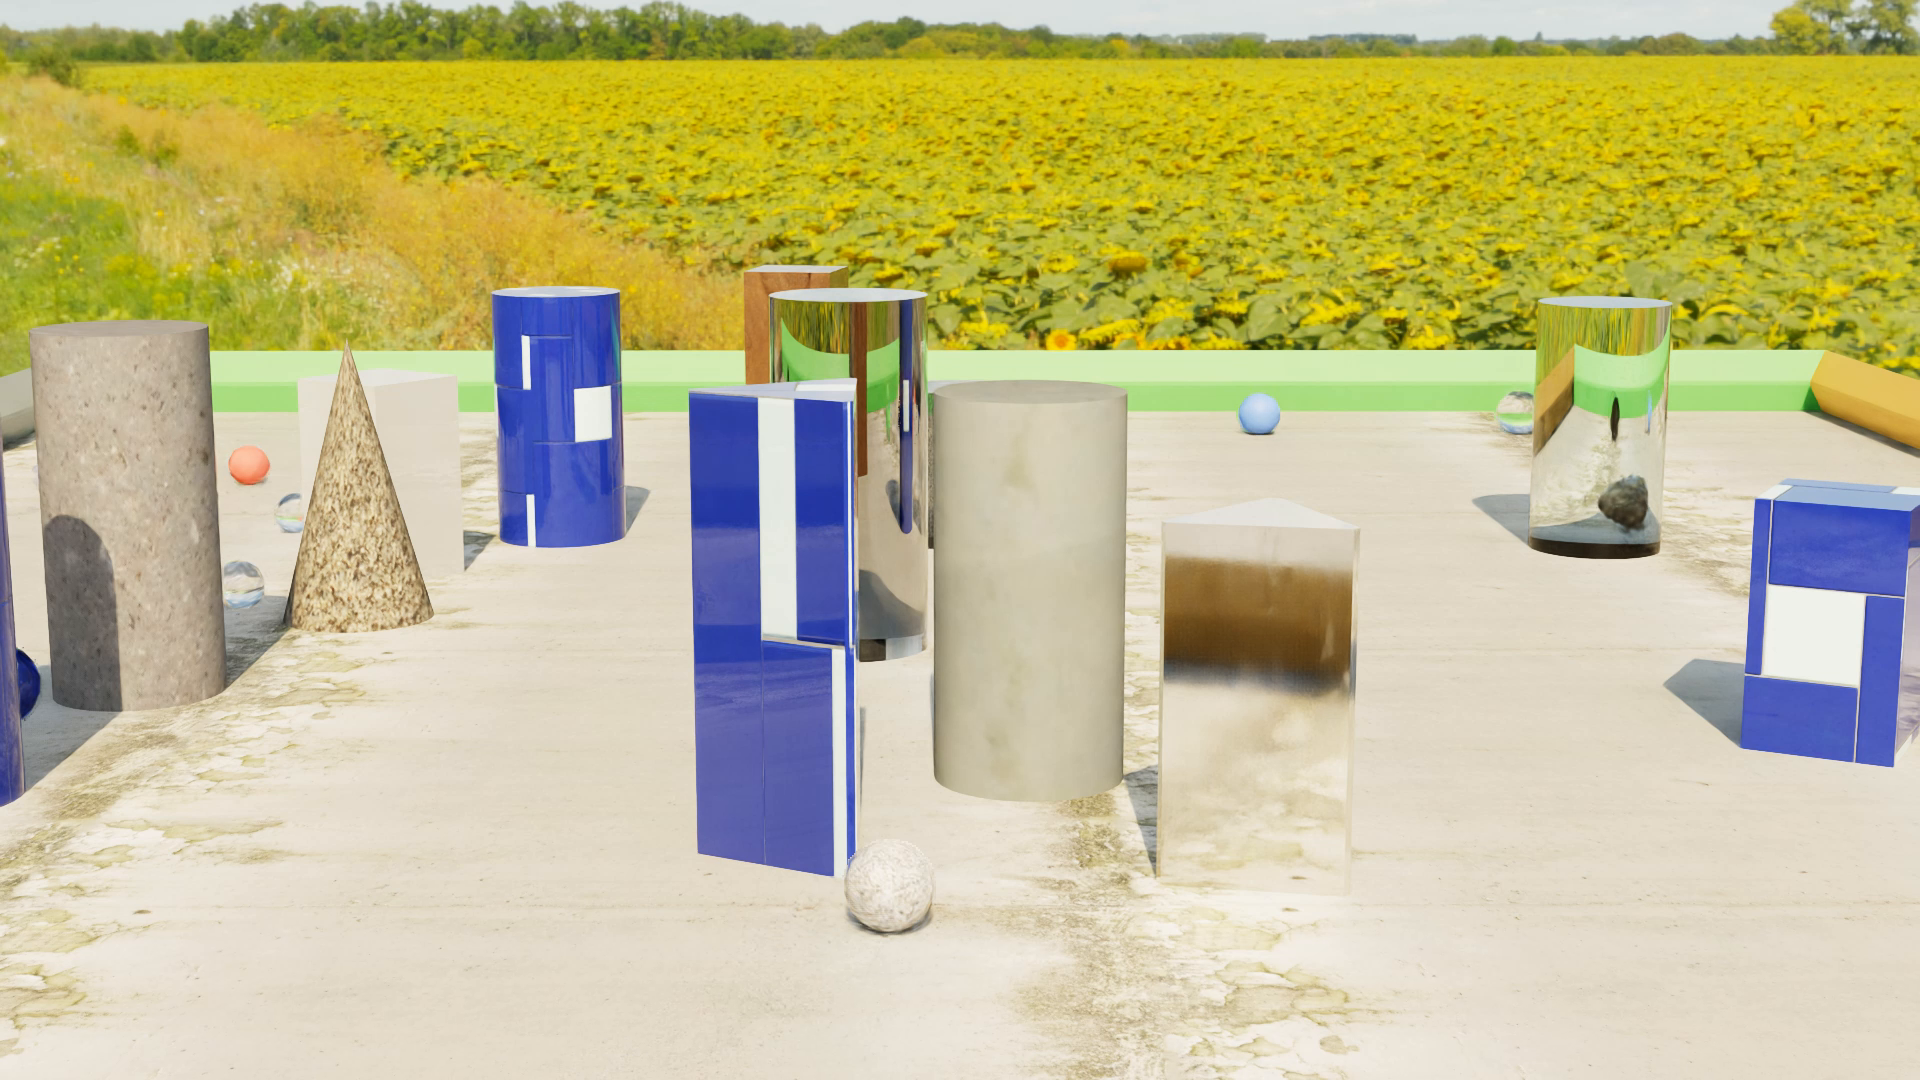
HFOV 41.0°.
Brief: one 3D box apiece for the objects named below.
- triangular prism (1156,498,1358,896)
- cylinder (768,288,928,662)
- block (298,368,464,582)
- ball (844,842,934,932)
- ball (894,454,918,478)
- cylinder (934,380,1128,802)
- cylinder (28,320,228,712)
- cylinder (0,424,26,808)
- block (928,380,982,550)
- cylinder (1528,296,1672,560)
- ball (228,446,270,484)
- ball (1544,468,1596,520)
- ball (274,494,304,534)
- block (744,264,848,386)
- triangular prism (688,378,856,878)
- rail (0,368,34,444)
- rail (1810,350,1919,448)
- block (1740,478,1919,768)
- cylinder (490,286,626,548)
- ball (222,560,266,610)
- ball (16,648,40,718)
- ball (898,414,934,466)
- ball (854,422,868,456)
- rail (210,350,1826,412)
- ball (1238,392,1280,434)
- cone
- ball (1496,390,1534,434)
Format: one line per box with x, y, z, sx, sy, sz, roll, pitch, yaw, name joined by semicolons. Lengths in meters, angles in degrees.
0.276;0.137;2.336;0.171;0.331;0.148;2;11;12;triangular prism
-0.138;-0.085;3.222;0.197;0.445;0.197;0;10;0;cylinder
-0.830;-0.091;3.683;0.158;0.288;0.158;7;13;34;block
-0.060;0.295;2.181;0.077;0.077;0.077;0;10;0;ball
-0.096;-0.132;4.577;0.044;0.044;0.044;0;10;0;ball
0.071;0.047;2.629;0.197;0.401;0.197;0;10;0;cylinder
-0.965;-0.033;2.984;0.197;0.428;0.197;0;10;0;cylinder
-1.045;0.025;2.541;0.197;0.477;0.197;0;10;0;cylinder
-0.030;-0.119;3.968;0.158;0.239;0.158;-1;11;-8;block
0.969;-0.173;3.889;0.197;0.375;0.197;0;10;0;cylinder
-1.248;-0.132;4.503;0.070;0.070;0.070;0;10;0;ball
0.987;-0.074;4.156;0.083;0.083;0.083;0;10;0;ball
-1.046;-0.042;4.038;0.063;0.063;0.063;0;10;0;ball
-0.297;-0.315;4.692;0.158;0.361;0.158;2;11;10;block
-0.136;0.074;2.389;0.171;0.436;0.148;6;12;28;triangular prism
-1.828;0.035;3.438;0.045;0.128;4.071;0;10;0;rail
1.828;0.031;3.459;0.045;0.128;4.071;0;10;0;rail
0.950;0.085;2.773;0.158;0.273;0.158;6;12;29;block
-0.622;-0.194;3.980;0.197;0.383;0.197;0;10;0;cylinder
-0.974;0.061;3.469;0.068;0.068;0.068;0;10;0;ball
-1.072;0.162;2.852;0.094;0.094;0.094;0;10;0;ball
-0.067;-0.184;4.721;0.093;0.093;0.093;0;10;0;ball
-0.210;-0.190;4.817;0.070;0.070;0.070;0;10;0;ball
-0.012;-0.333;5.427;3.704;0.128;0.045;0;10;0;rail
0.597;-0.251;5.111;0.084;0.084;0.084;0;10;0;ball
-0.803;-0.081;3.394;0.197;0.375;0.197;0;10;0;cone
1.114;-0.254;5.112;0.089;0.089;0.089;0;10;0;ball
